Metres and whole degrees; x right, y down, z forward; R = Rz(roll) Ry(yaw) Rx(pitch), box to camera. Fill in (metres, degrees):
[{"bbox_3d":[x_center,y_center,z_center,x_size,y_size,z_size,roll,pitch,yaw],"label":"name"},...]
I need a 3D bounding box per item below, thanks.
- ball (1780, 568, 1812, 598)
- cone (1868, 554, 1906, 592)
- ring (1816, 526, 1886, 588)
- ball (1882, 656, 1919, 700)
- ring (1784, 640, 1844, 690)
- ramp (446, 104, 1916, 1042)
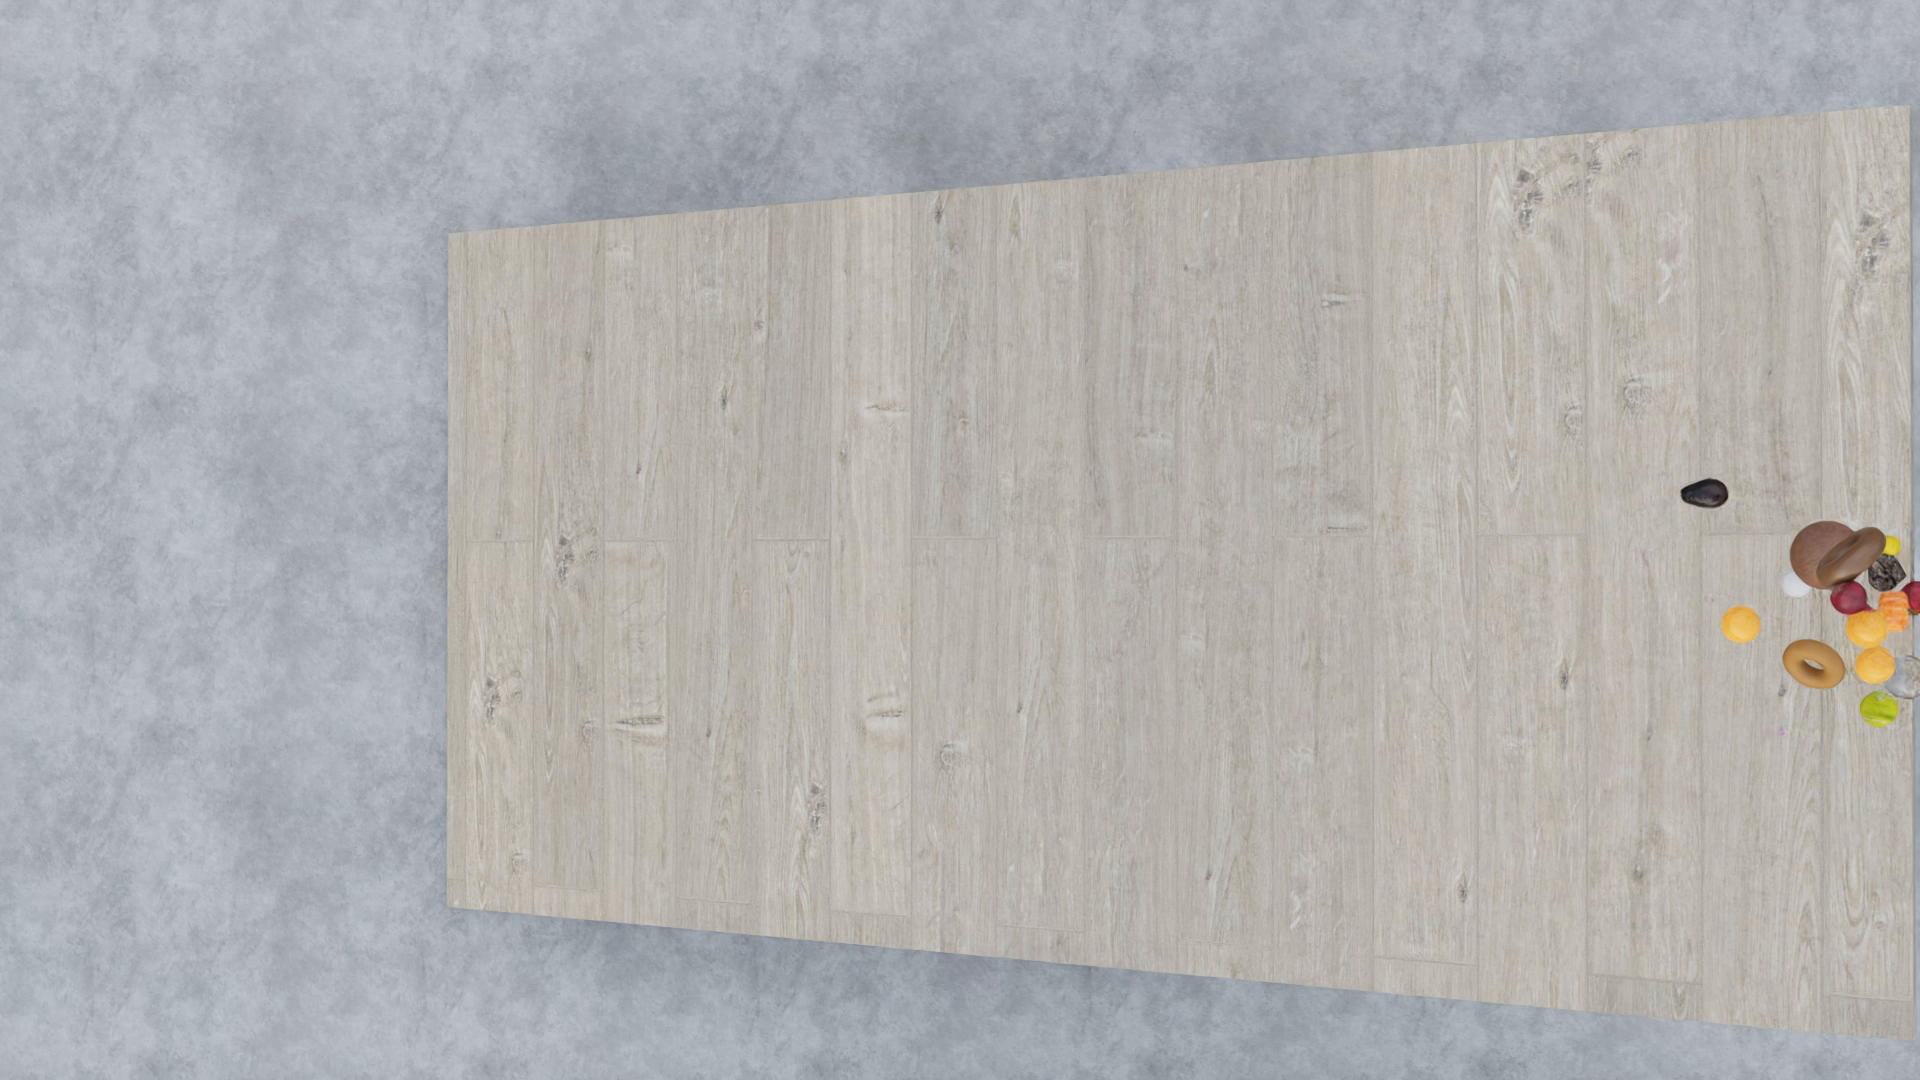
[{"bbox_3d":[1.686,0.086,4.433,0.060,0.060,0.060,0,89,0],"label":"ball"},{"bbox_3d":[1.880,0.069,4.416,0.076,0.076,0.076,6,89,-32],"label":"cone"},{"bbox_3d":[1.568,0.031,3.872,0.137,0.137,0.046,-43,87,0],"label":"ring"},{"bbox_3d":[1.831,0.266,4.255,0.086,0.086,0.086,0,89,0],"label":"ball"},{"bbox_3d":[1.809,0.263,4.659,0.130,0.130,0.043,41,60,0],"label":"ring"},{"bbox_3d":[0.278,0.079,5.660,4.000,0.100,2.000,0,89,27],"label":"ramp"}]
